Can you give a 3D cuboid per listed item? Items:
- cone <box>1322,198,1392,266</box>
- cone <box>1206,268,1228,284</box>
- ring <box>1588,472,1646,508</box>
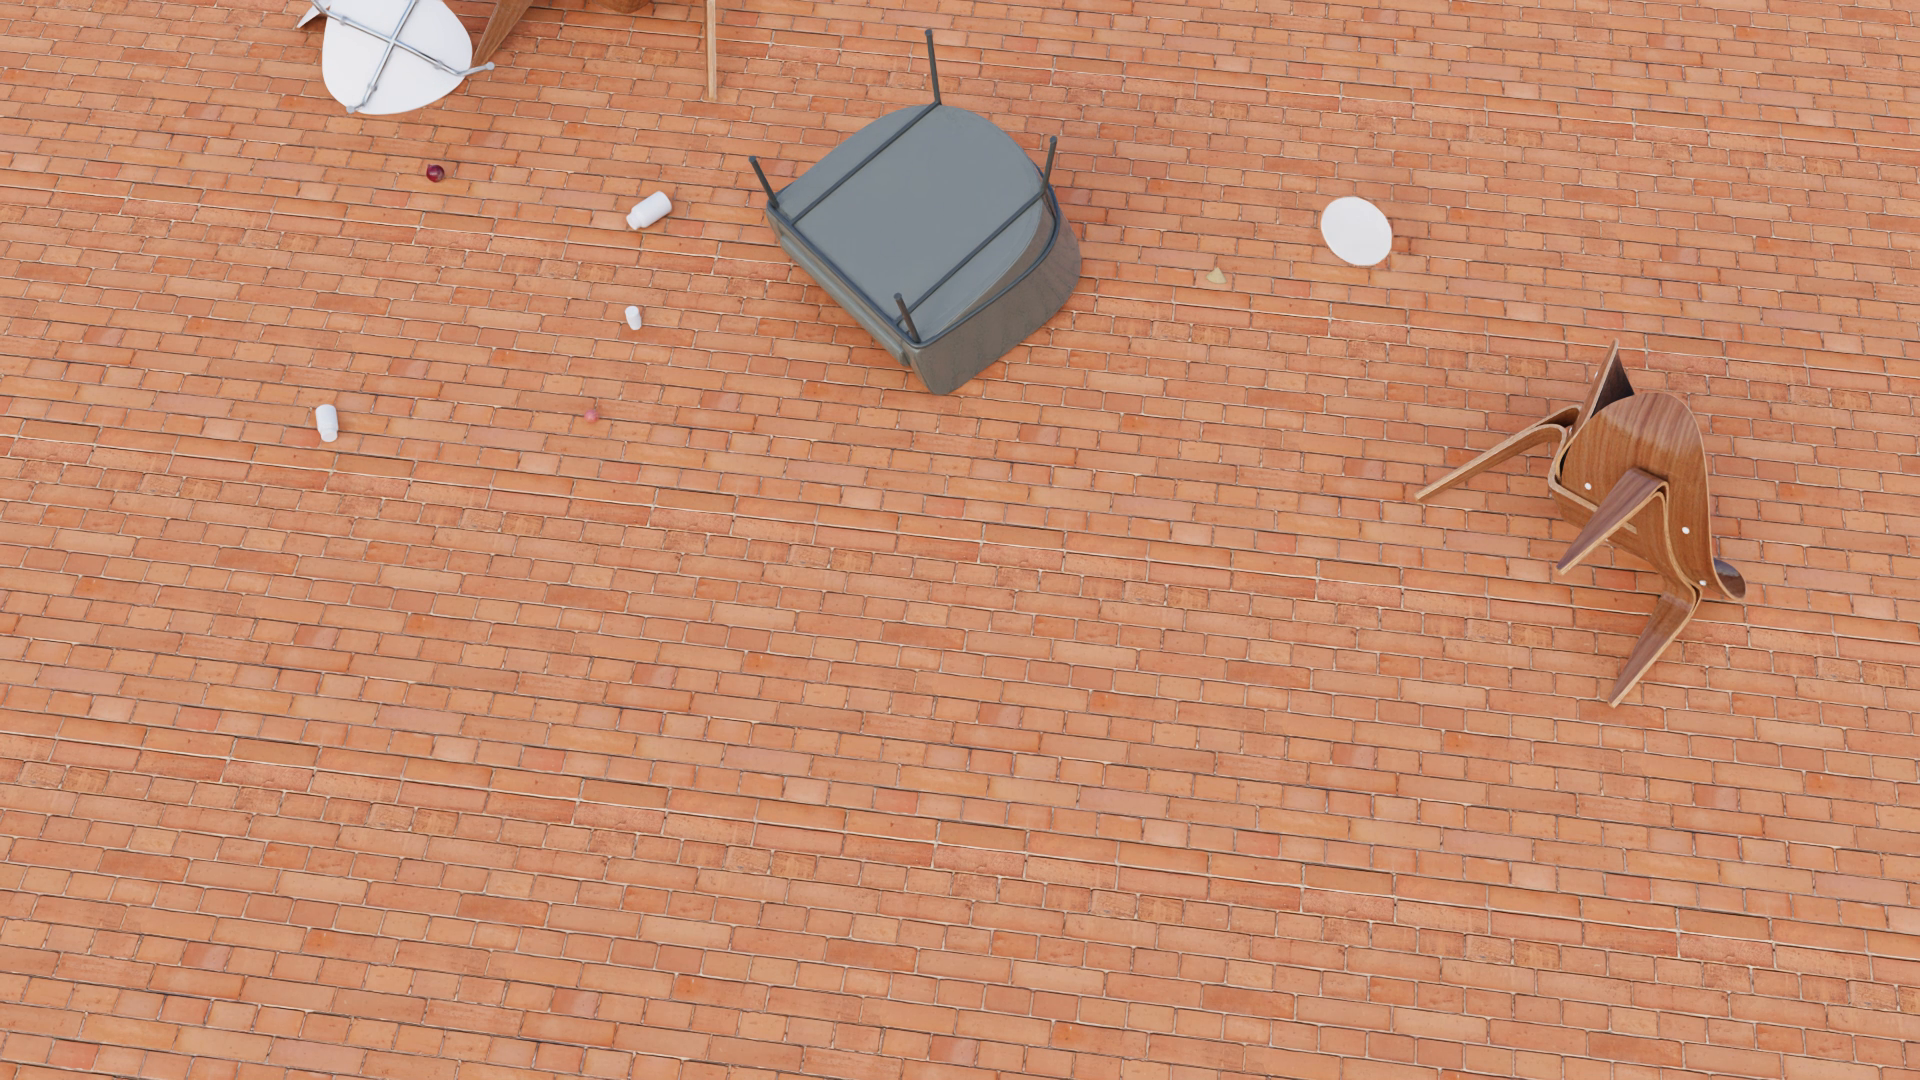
[{"bbox_3d":[1.328,-1.025,7.208,0.252,0.208,0.170,40,32,13],"label":"cone"},{"bbox_3d":[0.833,-0.865,7.118,0.074,0.060,0.042,17,58,11],"label":"cone"},{"bbox_3d":[1.989,-0.154,6.660,0.171,0.029,0.130,8,57,5],"label":"ring"}]
